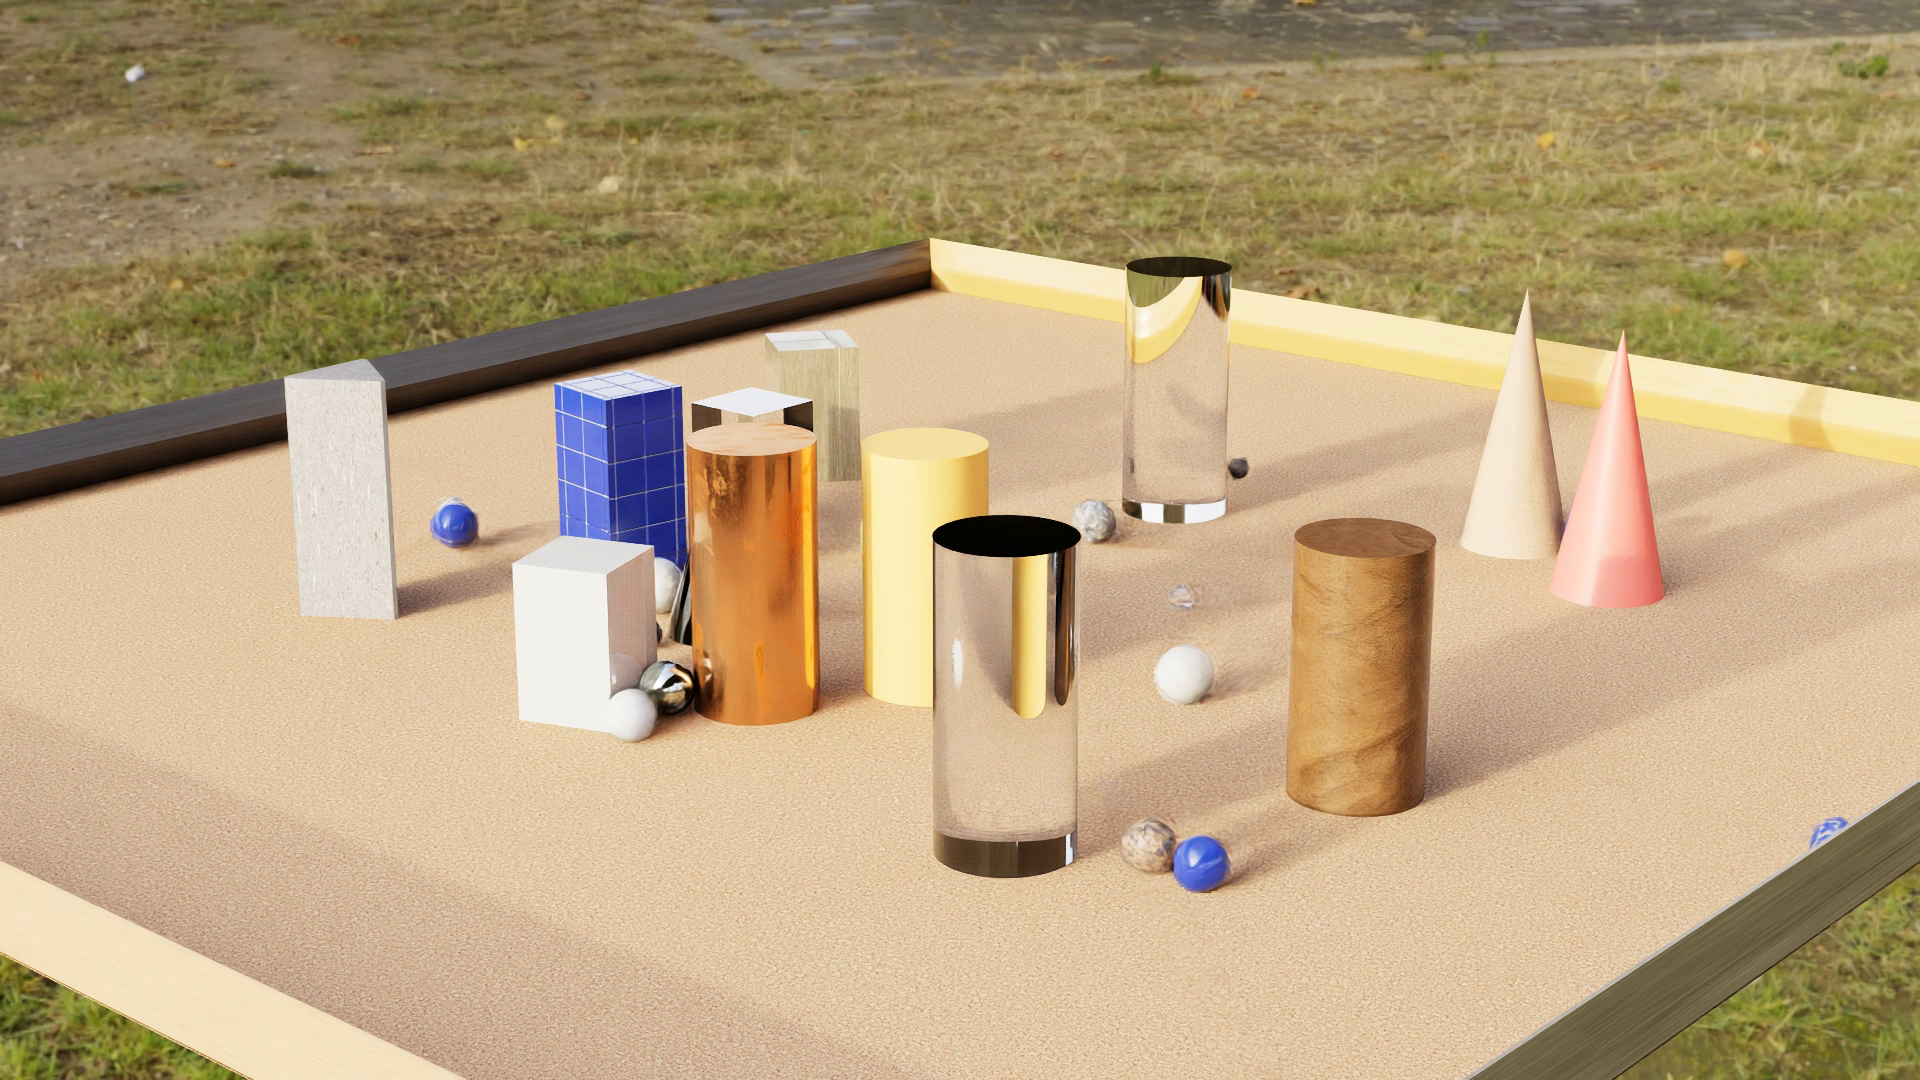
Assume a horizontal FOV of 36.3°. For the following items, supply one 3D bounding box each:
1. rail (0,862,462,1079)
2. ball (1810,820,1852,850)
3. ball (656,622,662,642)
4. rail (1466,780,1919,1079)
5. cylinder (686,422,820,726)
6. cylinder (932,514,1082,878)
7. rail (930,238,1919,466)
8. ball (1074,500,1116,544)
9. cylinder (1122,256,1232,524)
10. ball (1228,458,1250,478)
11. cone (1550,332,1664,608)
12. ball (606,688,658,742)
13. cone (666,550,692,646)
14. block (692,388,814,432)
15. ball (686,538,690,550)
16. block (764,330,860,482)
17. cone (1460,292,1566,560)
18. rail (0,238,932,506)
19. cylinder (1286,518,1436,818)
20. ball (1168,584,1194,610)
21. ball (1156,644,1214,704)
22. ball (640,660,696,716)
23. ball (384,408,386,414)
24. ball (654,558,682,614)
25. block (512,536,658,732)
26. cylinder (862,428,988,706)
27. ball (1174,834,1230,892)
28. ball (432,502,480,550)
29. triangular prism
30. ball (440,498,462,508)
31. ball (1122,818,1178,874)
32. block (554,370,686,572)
[{"bbox_3d":[-1.243,0.445,3.748,3.542,0.130,0.045,14,22,39],"label":"rail"},{"bbox_3d":[1.185,0.414,3.955,0.073,0.073,0.073,0,17,0],"label":"ball"},{"bbox_3d":[-0.520,0.155,4.847,0.055,0.055,0.055,0,17,0],"label":"ball"},{"bbox_3d":[1.319,0.363,4.023,0.045,0.130,3.840,14,22,39],"label":"rail"},{"bbox_3d":[-0.318,0.051,4.541,0.200,0.430,0.200,0,17,0],"label":"cylinder"},{"bbox_3d":[0.062,0.210,3.975,0.200,0.451,0.200,0,17,0],"label":"cylinder"},{"bbox_3d":[1.243,-0.380,6.491,3.542,0.130,0.045,14,22,39],"label":"rail"},{"bbox_3d":[0.249,-0.034,5.430,0.079,0.079,0.079,0,17,0],"label":"ball"},{"bbox_3d":[0.412,-0.287,5.586,0.200,0.475,0.200,0,17,0],"label":"cylinder"},{"bbox_3d":[0.557,-0.144,5.861,0.042,0.042,0.042,0,17,0],"label":"ball"},{"bbox_3d":[1.138,-0.137,5.094,0.200,0.470,0.200,0,17,0],"label":"cone"},{"bbox_3d":[-0.497,0.265,4.440,0.079,0.079,0.079,0,17,0],"label":"ball"},{"bbox_3d":[-0.396,-0.008,4.905,0.200,0.334,0.200,0,17,0],"label":"cone"},{"bbox_3d":[-0.387,-0.140,5.496,0.160,0.246,0.160,14,22,38],"label":"block"},{"bbox_3d":[-0.469,0.006,5.333,0.059,0.059,0.059,0,17,0],"label":"ball"},{"bbox_3d":[-0.295,-0.267,5.870,0.160,0.272,0.160,-4,17,-13],"label":"block"},{"bbox_3d":[1.026,-0.224,5.365,0.200,0.481,0.200,0,17,0],"label":"cone"},{"bbox_3d":[-1.319,-0.298,6.217,0.045,0.130,3.840,14,22,39],"label":"rail"},{"bbox_3d":[0.572,0.180,4.192,0.200,0.384,0.200,0,17,0],"label":"cylinder"},{"bbox_3d":[0.382,0.099,5.050,0.045,0.045,0.045,0,17,0],"label":"ball"},{"bbox_3d":[0.353,0.210,4.599,0.091,0.091,0.091,0,17,0],"label":"ball"},{"bbox_3d":[-0.453,0.229,4.545,0.087,0.087,0.087,0,17,0],"label":"ball"},{"bbox_3d":[-1.250,-0.270,6.272,0.046,0.046,0.046,0,17,0],"label":"ball"},{"bbox_3d":[-0.521,0.078,5.031,0.096,0.096,0.096,0,17,0],"label":"ball"},{"bbox_3d":[-0.578,0.144,4.540,0.160,0.253,0.160,6,18,20],"label":"block"},{"bbox_3d":[-0.055,0.041,4.629,0.200,0.399,0.200,0,17,0],"label":"cylinder"},{"bbox_3d":[0.321,0.429,3.900,0.075,0.075,0.075,0,17,0],"label":"ball"},{"bbox_3d":[-0.928,-0.026,5.396,0.085,0.085,0.085,0,17,0],"label":"ball"},{"bbox_3d":[-1.036,-0.090,5.030,0.173,0.418,0.150,2,17,8],"label":"triangular prism"},{"bbox_3d":[-0.964,-0.056,5.561,0.048,0.048,0.048,0,17,0],"label":"ball"},{"bbox_3d":[0.256,0.413,3.956,0.075,0.075,0.075,0,17,0],"label":"ball"},{"bbox_3d":[-0.597,-0.100,5.166,0.160,0.358,0.160,-14,22,-38],"label":"block"}]
